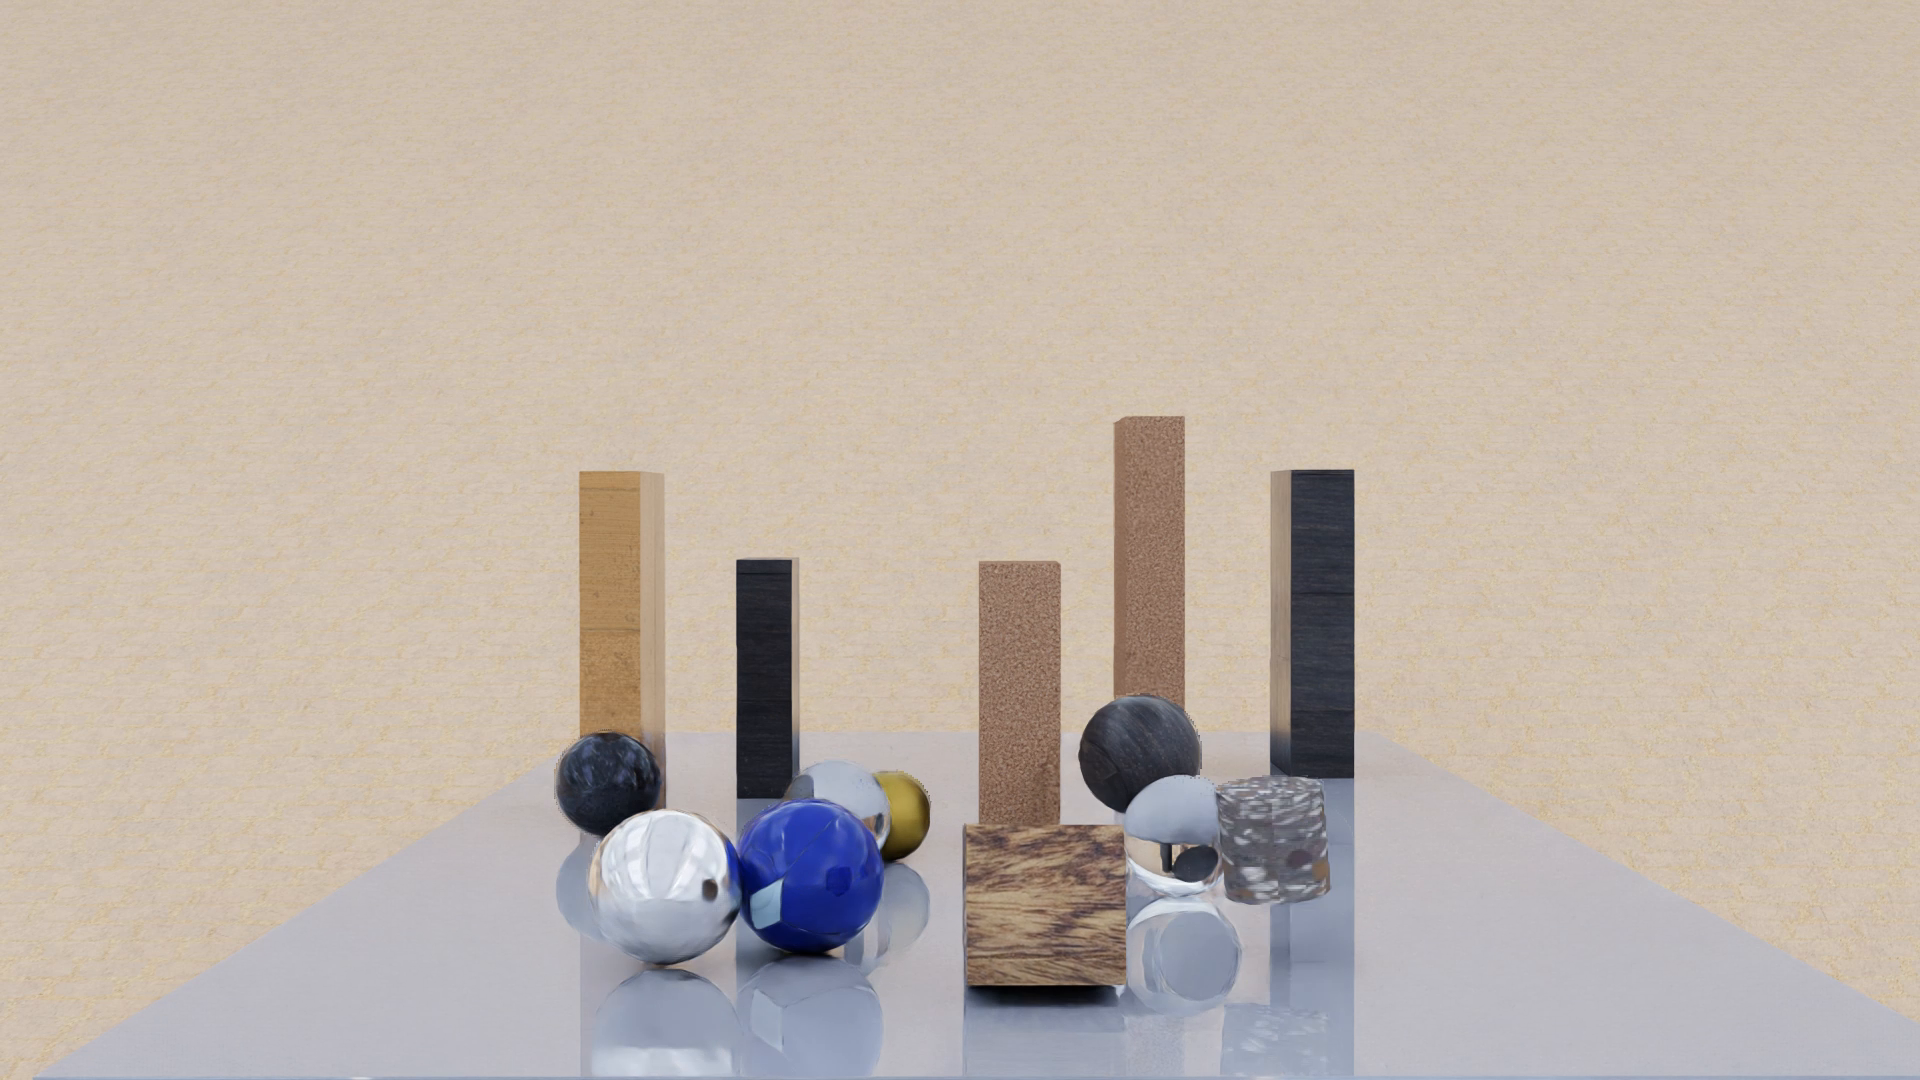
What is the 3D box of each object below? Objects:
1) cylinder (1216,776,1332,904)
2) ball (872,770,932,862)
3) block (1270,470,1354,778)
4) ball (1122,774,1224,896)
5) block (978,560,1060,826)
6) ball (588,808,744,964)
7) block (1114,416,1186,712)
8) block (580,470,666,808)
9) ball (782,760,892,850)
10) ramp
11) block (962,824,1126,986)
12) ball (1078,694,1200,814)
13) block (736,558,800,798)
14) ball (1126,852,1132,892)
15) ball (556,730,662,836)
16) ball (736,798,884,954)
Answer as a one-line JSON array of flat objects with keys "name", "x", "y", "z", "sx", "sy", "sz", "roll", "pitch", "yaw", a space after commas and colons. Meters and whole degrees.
[{"name": "cylinder", "x": 0.404, "y": 0.387, "z": 3.331, "sx": 0.137, "sy": 0.137, "sz": 0.137, "roll": -6, "pitch": 5, "yaw": 1}, {"name": "ball", "x": -0.120, "y": 0.448, "z": 4.194, "sx": 0.146, "sy": 0.146, "sz": 0.146, "roll": 0, "pitch": 28, "yaw": 0}, {"name": "block", "x": 0.767, "y": 0.176, "z": 5.647, "sx": 0.135, "sy": 0.654, "sz": 0.364, "roll": 0, "pitch": 1, "yaw": 0}, {"name": "ball", "x": 0.326, "y": 0.436, "z": 3.815, "sx": 0.178, "sy": 0.178, "sz": 0.178, "roll": 0, "pitch": 28, "yaw": 0}, {"name": "block", "x": 0.100, "y": 0.278, "z": 4.391, "sx": 0.134, "sy": 0.481, "sz": 0.247, "roll": 0, "pitch": 1, "yaw": 0}, {"name": "ball", "x": -0.368, "y": 0.432, "z": 3.230, "sx": 0.195, "sy": 0.195, "sz": 0.195, "roll": 0, "pitch": 28, "yaw": 0}, {"name": "block", "x": 0.417, "y": 0.118, "z": 5.721, "sx": 0.126, "sy": 0.768, "sz": 0.423, "roll": 0, "pitch": 1, "yaw": 0}, {"name": "block", "x": -0.624, "y": 0.194, "z": 4.796, "sx": 0.109, "sy": 0.639, "sz": 0.386, "roll": 0, "pitch": 1, "yaw": 0}, {"name": "ball", "x": -0.196, "y": 0.435, "z": 4.051, "sx": 0.177, "sy": 0.177, "sz": 0.177, "roll": 0, "pitch": 28, "yaw": 0}, {"name": "ramp", "x": 0.063, "y": 0.566, "z": 4.606, "sx": 2.000, "sy": 0.100, "sz": 4.000, "roll": 0, "pitch": 1, "yaw": 0}, {"name": "block", "x": 0.097, "y": 0.431, "z": 3.056, "sx": 0.182, "sy": 0.182, "sz": 0.182, "roll": 0, "pitch": -8, "yaw": -1}, {"name": "ball", "x": 0.295, "y": 0.354, "z": 4.250, "sx": 0.200, "sy": 0.200, "sz": 0.200, "roll": 0, "pitch": 28, "yaw": 0}, {"name": "block", "x": -0.386, "y": 0.273, "z": 5.218, "sx": 0.109, "sy": 0.471, "sz": 0.255, "roll": 0, "pitch": 1, "yaw": 0}, {"name": "ball", "x": 0.174, "y": 0.463, "z": 3.608, "sx": 0.131, "sy": 0.131, "sz": 0.131, "roll": 0, "pitch": 28, "yaw": 0}, {"name": "ball", "x": -0.614, "y": 0.426, "z": 4.514, "sx": 0.184, "sy": 0.184, "sz": 0.184, "roll": 0, "pitch": 28, "yaw": 0}, {"name": "ball", "x": -0.197, "y": 0.432, "z": 3.327, "sx": 0.199, "sy": 0.199, "sz": 0.199, "roll": 0, "pitch": 28, "yaw": 0}]
